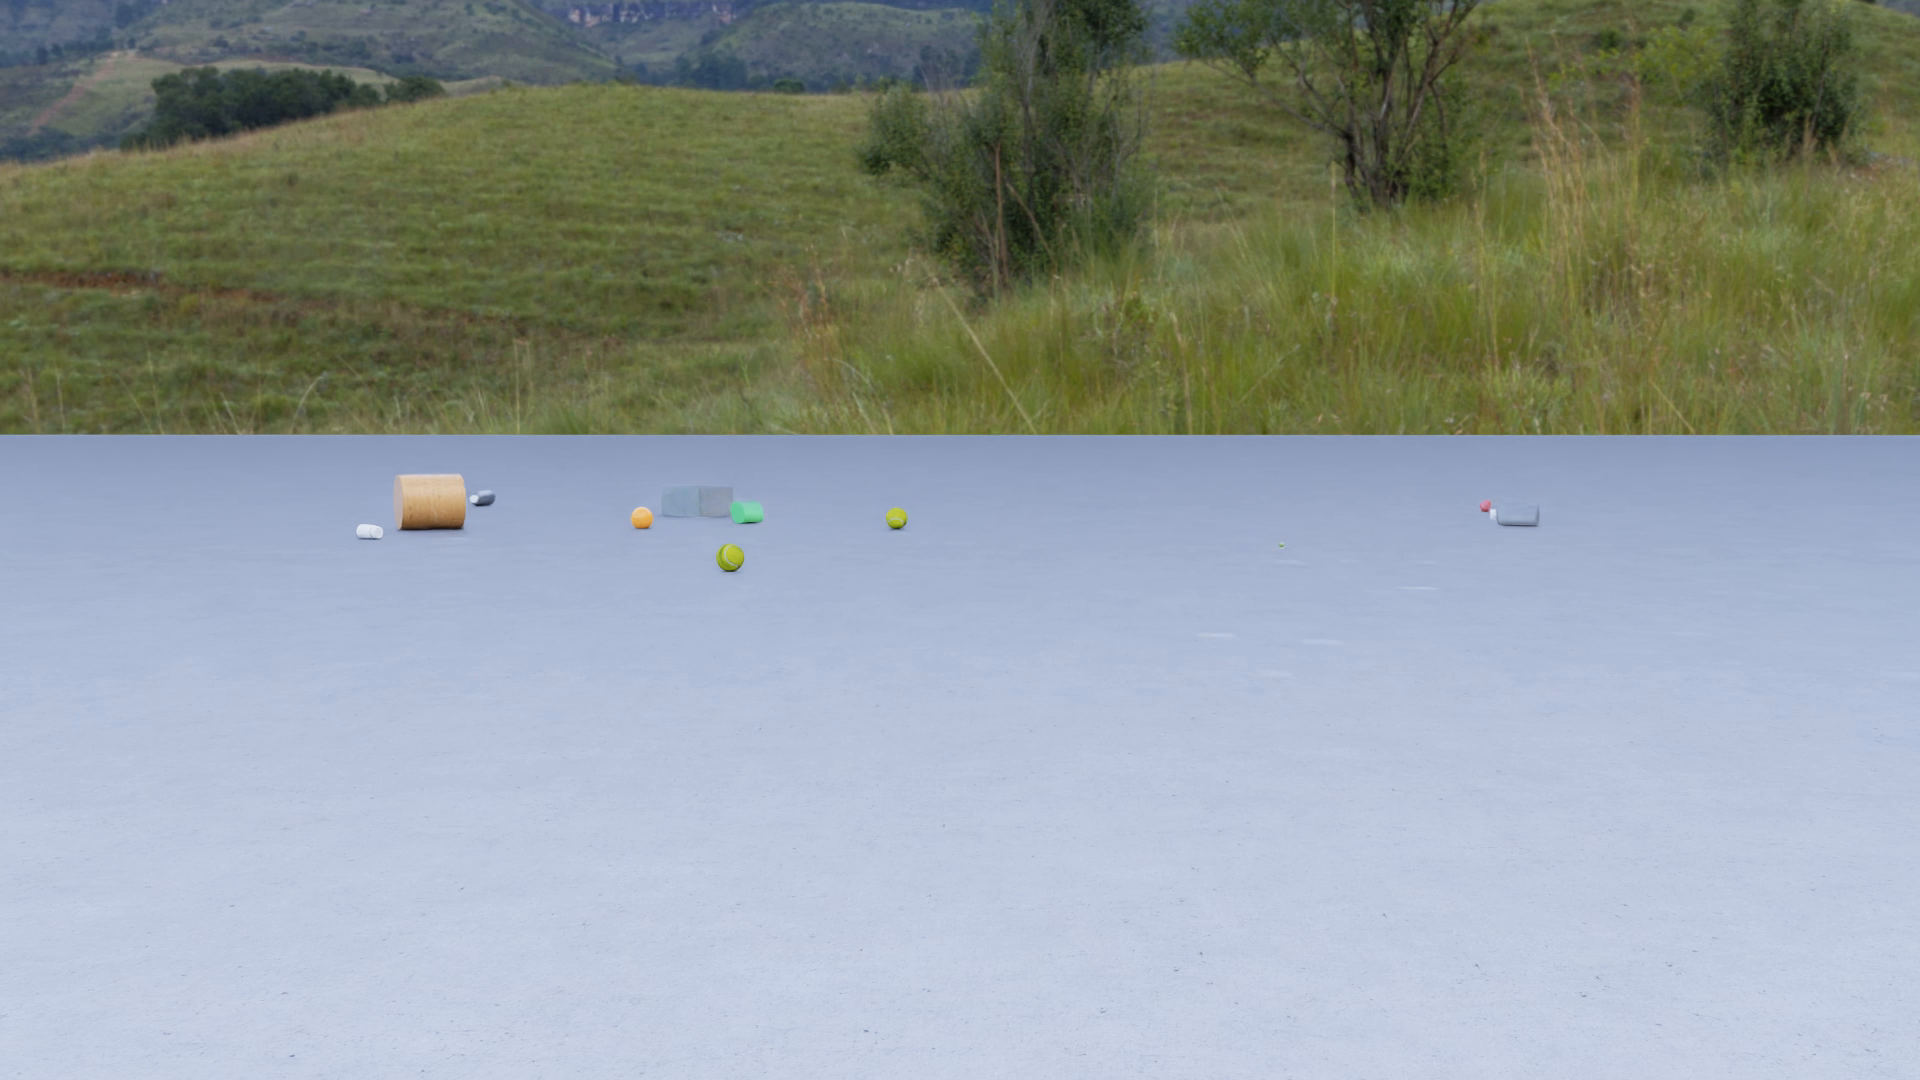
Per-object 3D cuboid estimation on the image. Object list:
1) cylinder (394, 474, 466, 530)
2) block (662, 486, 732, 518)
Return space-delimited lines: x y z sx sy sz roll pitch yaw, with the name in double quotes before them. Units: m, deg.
"cylinder" -1.706 -0.123 7.071 0.198 0.172 0.173 -2 13 -24
"block" -0.937 -0.139 7.833 0.211 0.100 0.155 4 5 44
